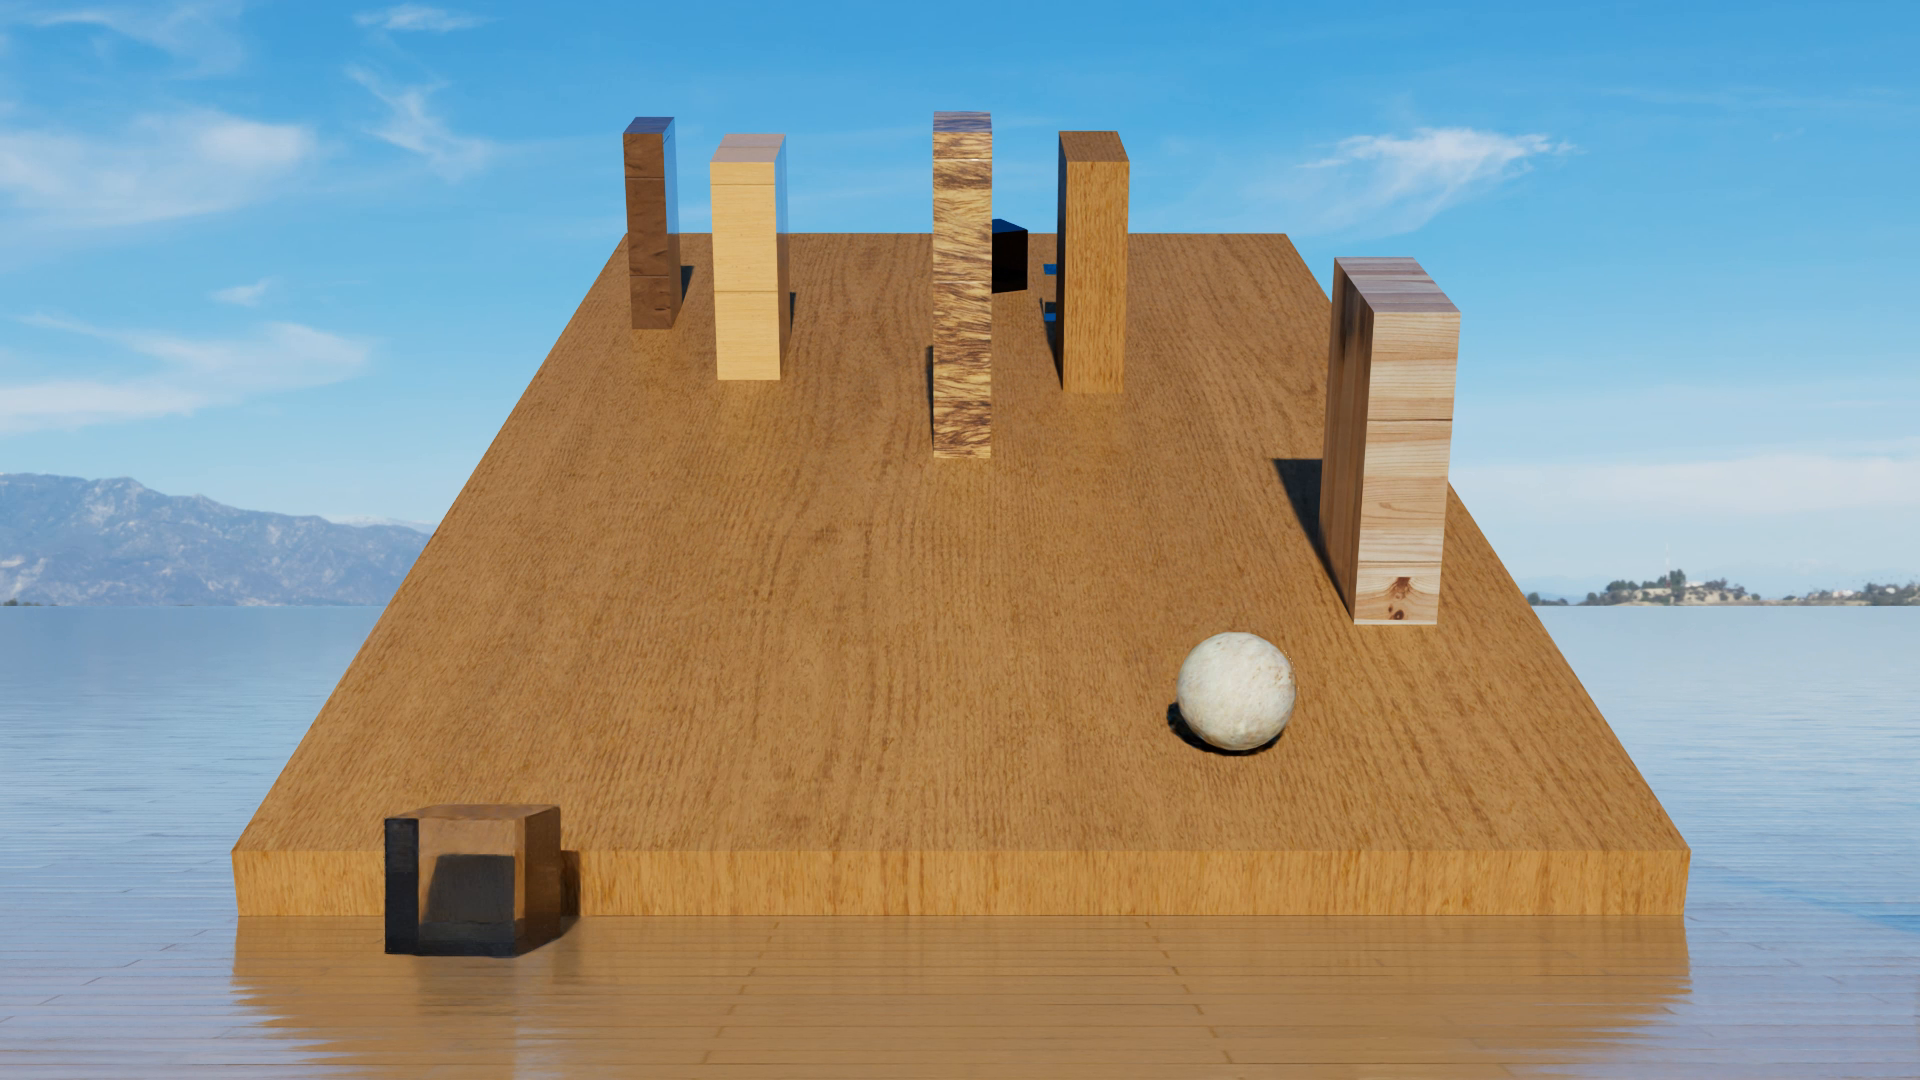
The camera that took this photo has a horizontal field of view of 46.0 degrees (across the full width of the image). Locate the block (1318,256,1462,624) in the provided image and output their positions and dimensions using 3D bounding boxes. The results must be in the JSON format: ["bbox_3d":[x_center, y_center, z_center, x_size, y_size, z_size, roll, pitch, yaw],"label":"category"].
[{"bbox_3d":[0.746,-0.183,3.983,0.142,0.549,0.410,0,20,0],"label":"block"}]

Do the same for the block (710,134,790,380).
[{"bbox_3d":[-0.497,-0.684,5.419,0.147,0.513,0.386,0,20,0],"label":"block"}]

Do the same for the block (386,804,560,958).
[{"bbox_3d":[-0.612,0.427,2.860,0.168,0.168,0.168,0,0,9],"label":"block"}]

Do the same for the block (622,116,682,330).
[{"bbox_3d":[-0.785,-0.813,5.798,0.099,0.498,0.251,0,20,0],"label":"block"}]

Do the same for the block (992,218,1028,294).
[{"bbox_3d":[0.073,-0.774,6.184,0.166,0.166,0.166,-9,22,-25],"label":"block"}]

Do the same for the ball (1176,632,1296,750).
[{"bbox_3d":[0.413,0.226,3.392,0.179,0.179,0.179,0,-2,0],"label":"ball"}]

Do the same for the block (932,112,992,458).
[{"bbox_3d":[0.004,-0.538,4.767,0.119,0.683,0.264,0,20,0],"label":"block"}]

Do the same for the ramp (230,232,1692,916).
[{"bbox_3d":[-0.005,-0.205,4.998,2.000,0.100,4.000,0,20,0],"label":"ramp"}]

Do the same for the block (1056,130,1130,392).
[{"bbox_3d":[0.307,-0.660,5.326,0.140,0.535,0.409,0,20,0],"label":"block"}]

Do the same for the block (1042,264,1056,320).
[{"bbox_3d":[0.279,-0.644,5.890,0.122,0.122,0.122,0,20,-1],"label":"block"}]
